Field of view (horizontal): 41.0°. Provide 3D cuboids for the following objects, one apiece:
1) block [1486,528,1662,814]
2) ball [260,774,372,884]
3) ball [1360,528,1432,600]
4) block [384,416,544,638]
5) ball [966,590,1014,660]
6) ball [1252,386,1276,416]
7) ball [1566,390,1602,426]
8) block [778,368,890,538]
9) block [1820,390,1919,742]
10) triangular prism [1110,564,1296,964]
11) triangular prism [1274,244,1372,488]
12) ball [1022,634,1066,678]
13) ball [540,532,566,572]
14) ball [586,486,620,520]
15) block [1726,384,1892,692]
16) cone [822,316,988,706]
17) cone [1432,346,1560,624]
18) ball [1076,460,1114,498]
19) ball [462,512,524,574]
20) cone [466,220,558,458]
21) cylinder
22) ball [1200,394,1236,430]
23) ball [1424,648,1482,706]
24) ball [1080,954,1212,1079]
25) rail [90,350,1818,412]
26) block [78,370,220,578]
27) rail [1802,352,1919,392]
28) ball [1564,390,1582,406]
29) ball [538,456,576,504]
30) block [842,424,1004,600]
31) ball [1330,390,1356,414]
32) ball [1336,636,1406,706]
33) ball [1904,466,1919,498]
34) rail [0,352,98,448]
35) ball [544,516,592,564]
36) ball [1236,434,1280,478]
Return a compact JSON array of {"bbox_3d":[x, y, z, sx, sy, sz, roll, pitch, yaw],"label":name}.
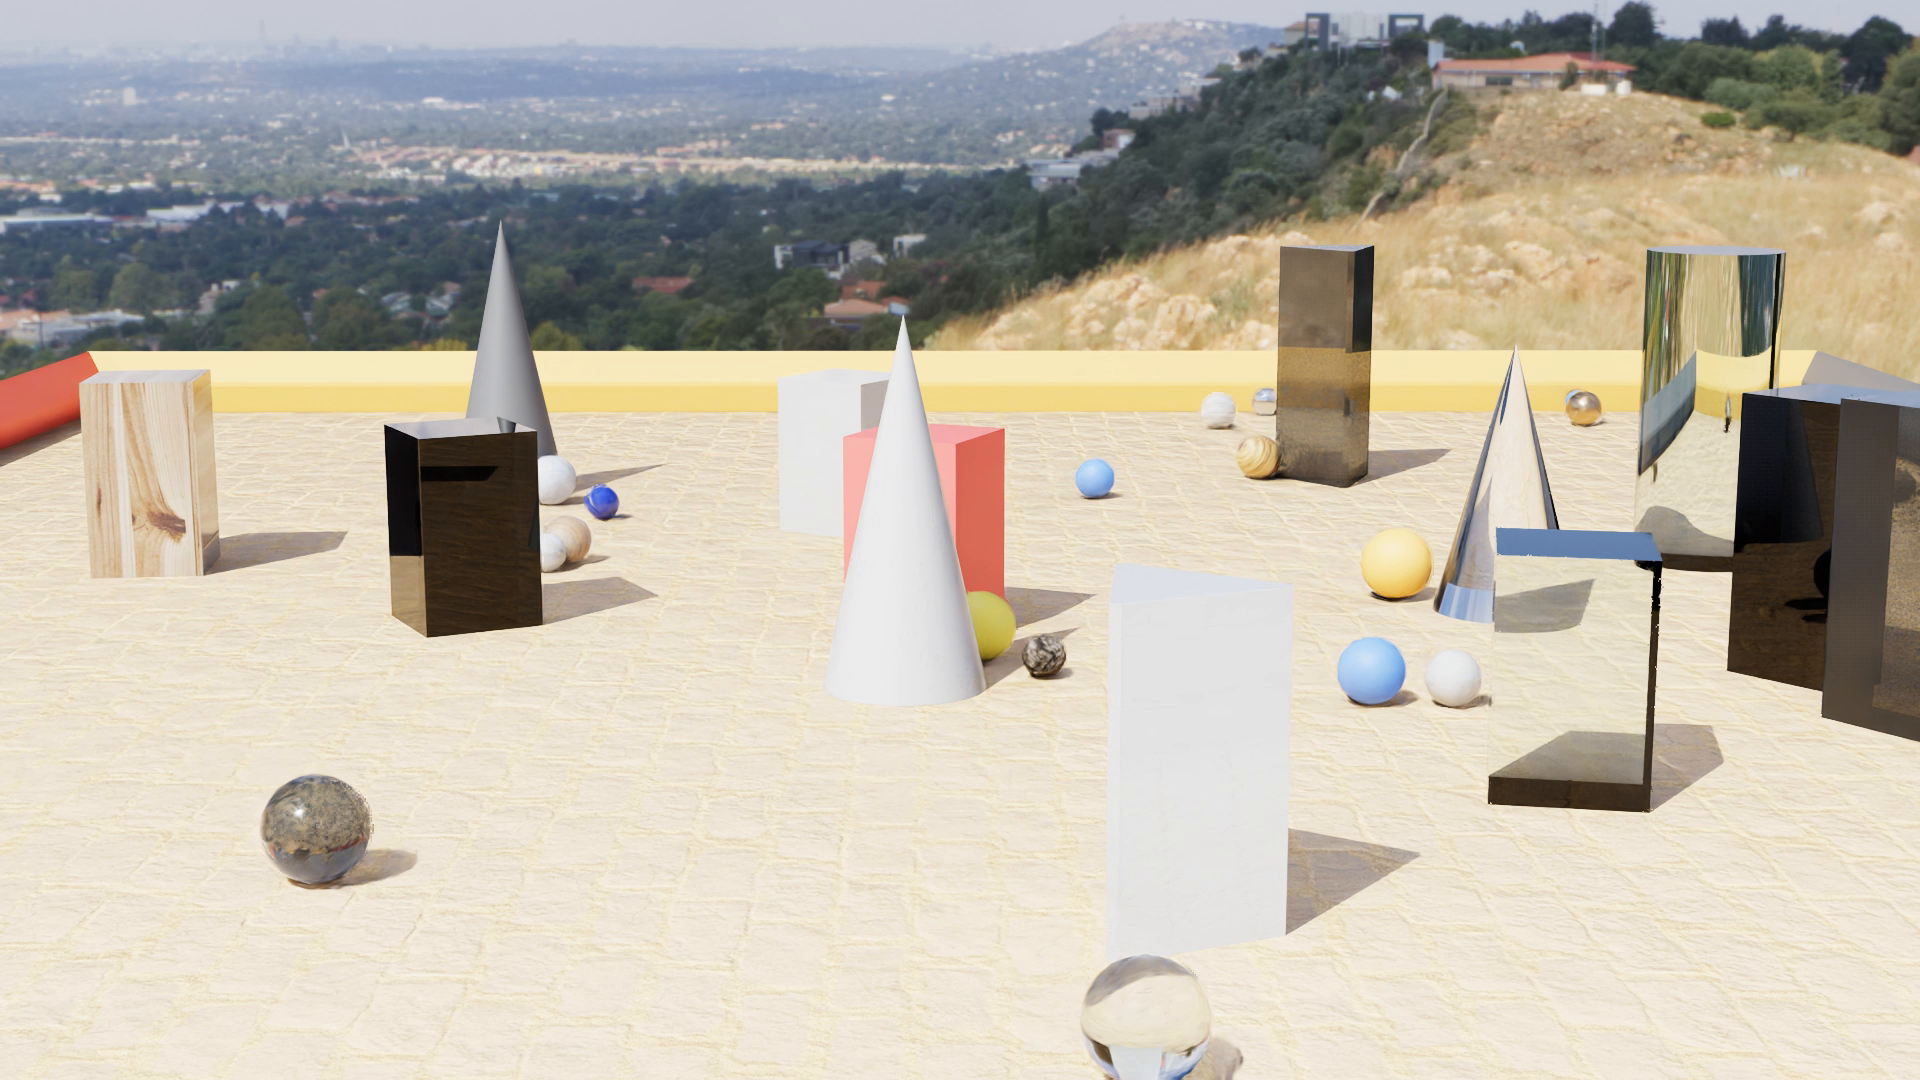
[{"bbox_3d":[0.618,0.128,2.596,0.157,0.253,0.157,2,11,11],"label":"block"},{"bbox_3d":[-0.580,0.260,2.310,0.098,0.098,0.098,0,11,0],"label":"ball"},{"bbox_3d":[0.601,0.033,3.535,0.098,0.098,0.098,0,11,0],"label":"ball"},{"bbox_3d":[-0.655,-0.020,3.381,0.157,0.259,0.157,-6,12,-28],"label":"block"},{"bbox_3d":[0.025,0.106,3.173,0.086,0.086,0.086,0,11,0],"label":"ball"},{"bbox_3d":[0.643,-0.293,5.393,0.060,0.060,0.060,0,11,0],"label":"ball"},{"bbox_3d":[1.273,-0.269,5.232,0.072,0.072,0.072,0,11,0],"label":"ball"},{"bbox_3d":[-0.177,-0.139,4.065,0.157,0.242,0.157,7,12,31],"label":"block"},{"bbox_3d":[1.082,0.026,2.845,0.157,0.363,0.157,-7,12,-33],"label":"block"},{"bbox_3d":[0.169,0.180,2.180,0.170,0.302,0.147,-5,12,-25],"label":"triangular prism"},{"bbox_3d":[0.675,-0.313,4.540,0.147,0.411,0.170,-8,13,-38],"label":"triangular prism"},{"bbox_3d":[0.101,0.140,3.084,0.052,0.052,0.052,0,11,0],"label":"ball"},{"bbox_3d":[-0.600,0.018,3.728,0.057,0.057,0.057,0,11,0],"label":"ball"},{"bbox_3d":[-0.579,-0.060,4.156,0.054,0.054,0.054,0,11,0],"label":"ball"},{"bbox_3d":[1.043,-0.006,3.076,0.157,0.341,0.157,-8,13,-37],"label":"block"},{"bbox_3d":[-0.065,-0.044,3.005,0.196,0.442,0.196,0,11,0],"label":"cone"},{"bbox_3d":[0.738,-0.084,3.439,0.196,0.362,0.196,0,11,0],"label":"cone"},{"bbox_3d":[0.229,-0.104,4.359,0.067,0.067,0.067,0,11,0],"label":"ball"},{"bbox_3d":[-0.675,0.005,3.712,0.089,0.089,0.089,0,11,0],"label":"ball"},{"bbox_3d":[-0.774,-0.310,4.364,0.196,0.469,0.196,0,11,0],"label":"cone"},{"bbox_3d":[1.102,-0.197,3.780,0.196,0.459,0.196,0,11,0],"label":"cylinder"},{"bbox_3d":[0.522,-0.259,5.183,0.071,0.071,0.071,0,11,0],"label":"ball"},{"bbox_3d":[0.567,0.158,2.948,0.066,0.066,0.066,0,11,0],"label":"ball"},{"bbox_3d":[0.134,0.347,1.849,0.095,0.095,0.095,0,11,0],"label":"ball"},{"bbox_3d":[-0.012,-0.333,5.420,3.662,0.127,0.045,0,11,0],"label":"rail"},{"bbox_3d":[-1.179,-0.099,3.741,0.157,0.281,0.157,-1,11,-7],"label":"block"},{"bbox_3d":[1.807,0.031,3.459,0.045,0.127,4.057,0,11,0],"label":"rail"},{"bbox_3d":[1.300,-0.290,5.407,0.051,0.051,0.051,0,11,0],"label":"ball"},{"bbox_3d":[-0.684,-0.100,4.295,0.083,0.083,0.083,0,11,0],"label":"ball"},{"bbox_3d":[-0.045,-0.010,3.319,0.157,0.261,0.157,5,11,24],"label":"block"},{"bbox_3d":[0.805,-0.290,5.402,0.052,0.052,0.052,0,11,0],"label":"ball"},{"bbox_3d":[0.473,0.151,2.953,0.078,0.078,0.078,0,11,0],"label":"ball"},{"bbox_3d":[1.634,-0.099,4.357,0.057,0.057,0.057,0,11,0],"label":"ball"},{"bbox_3d":[-1.807,0.035,3.439,0.045,0.127,4.057,0,11,0],"label":"rail"},{"bbox_3d":[-0.580,-0.001,3.789,0.071,0.071,0.071,0,11,0],"label":"ball"},{"bbox_3d":[0.531,-0.148,4.564,0.078,0.078,0.078,0,11,0],"label":"ball"}]
